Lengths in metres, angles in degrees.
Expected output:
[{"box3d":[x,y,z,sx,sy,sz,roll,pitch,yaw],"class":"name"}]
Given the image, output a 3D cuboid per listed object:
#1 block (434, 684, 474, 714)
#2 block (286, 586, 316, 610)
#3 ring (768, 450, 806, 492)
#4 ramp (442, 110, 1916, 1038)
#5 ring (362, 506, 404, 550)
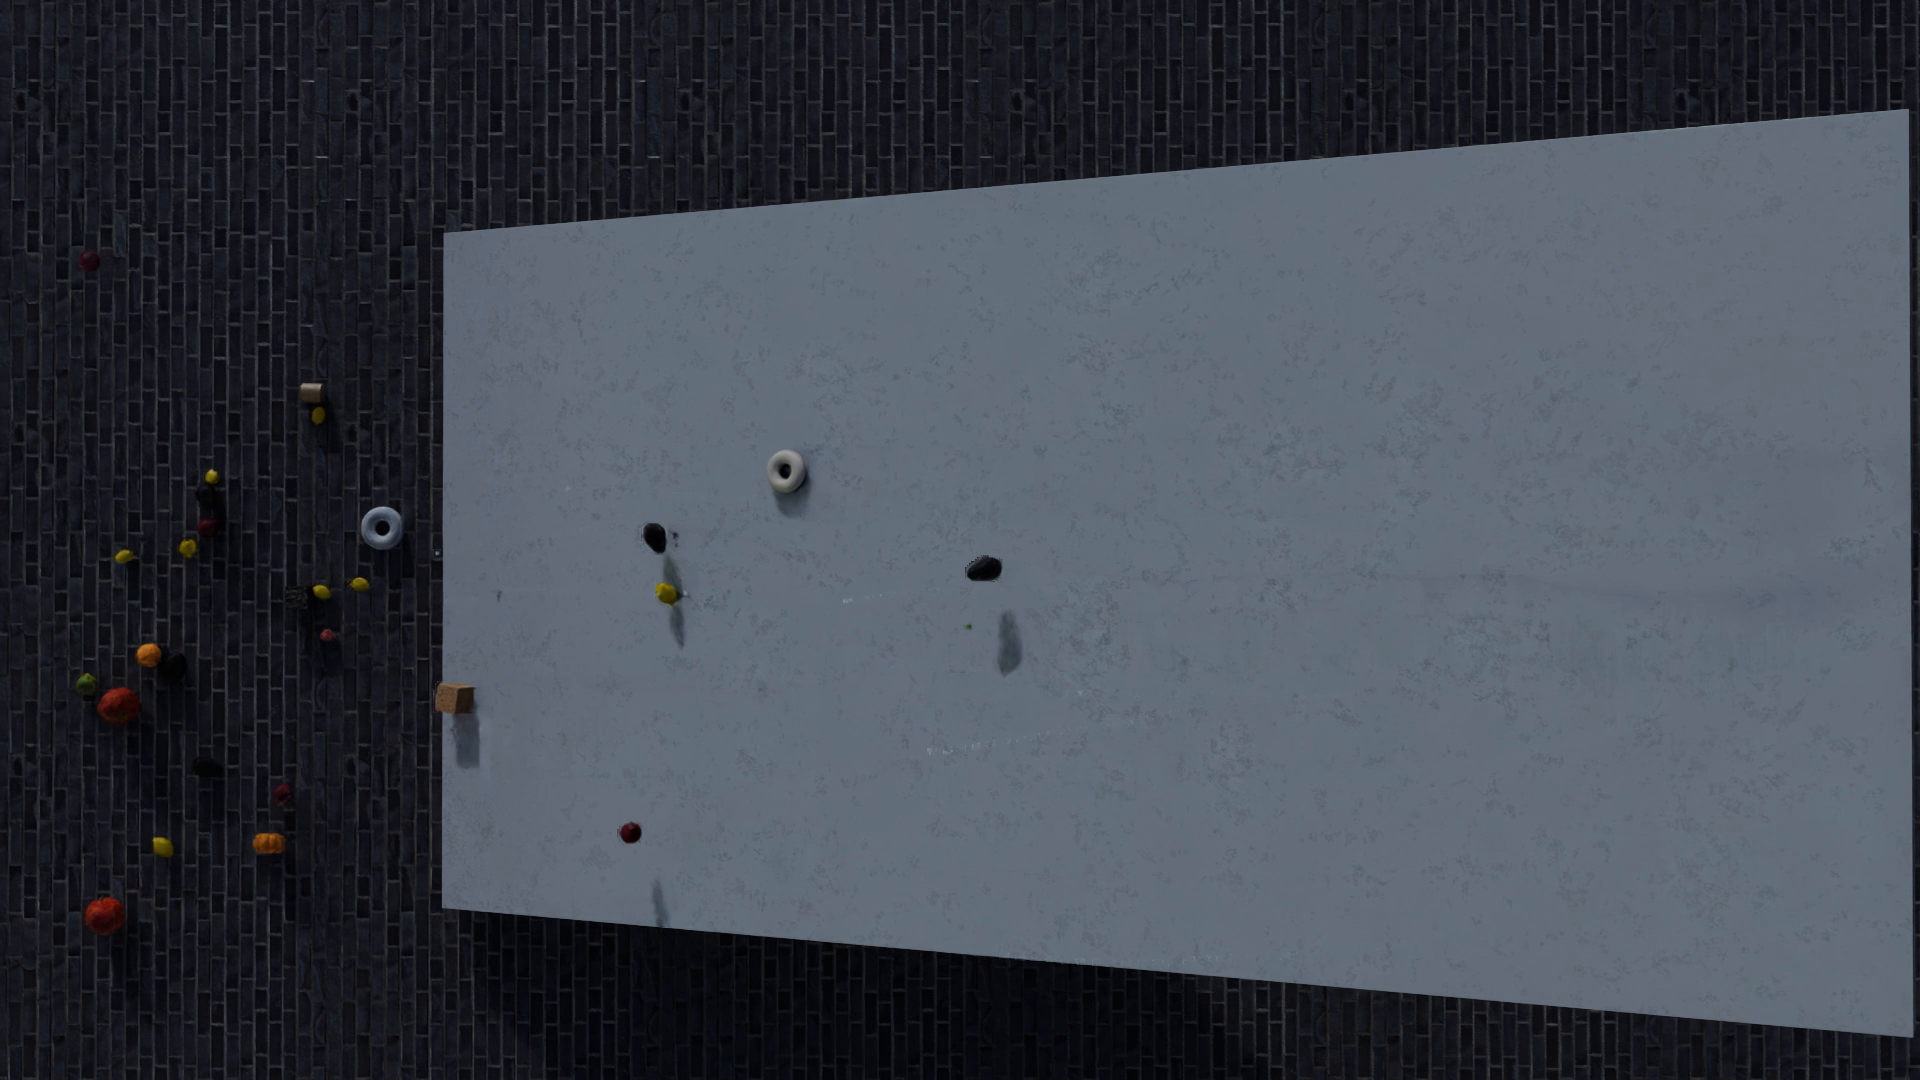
[{"box3d":[-1.481,0.465,6.445,0.076,0.076,0.076,8,93,26],"class":"block"},{"box3d":[-1.971,0.172,6.572,0.068,0.068,0.068,-1,89,0],"class":"block"},{"box3d":[-0.472,-0.187,5.970,0.118,0.039,0.118,-1,88,28],"class":"ring"},{"box3d":[0.280,0.080,5.671,4.000,0.100,2.000,0,89,26],"class":"ramp"},{"box3d":[-1.729,-0.035,6.587,0.131,0.044,0.131,0,88,1],"class":"ring"}]
